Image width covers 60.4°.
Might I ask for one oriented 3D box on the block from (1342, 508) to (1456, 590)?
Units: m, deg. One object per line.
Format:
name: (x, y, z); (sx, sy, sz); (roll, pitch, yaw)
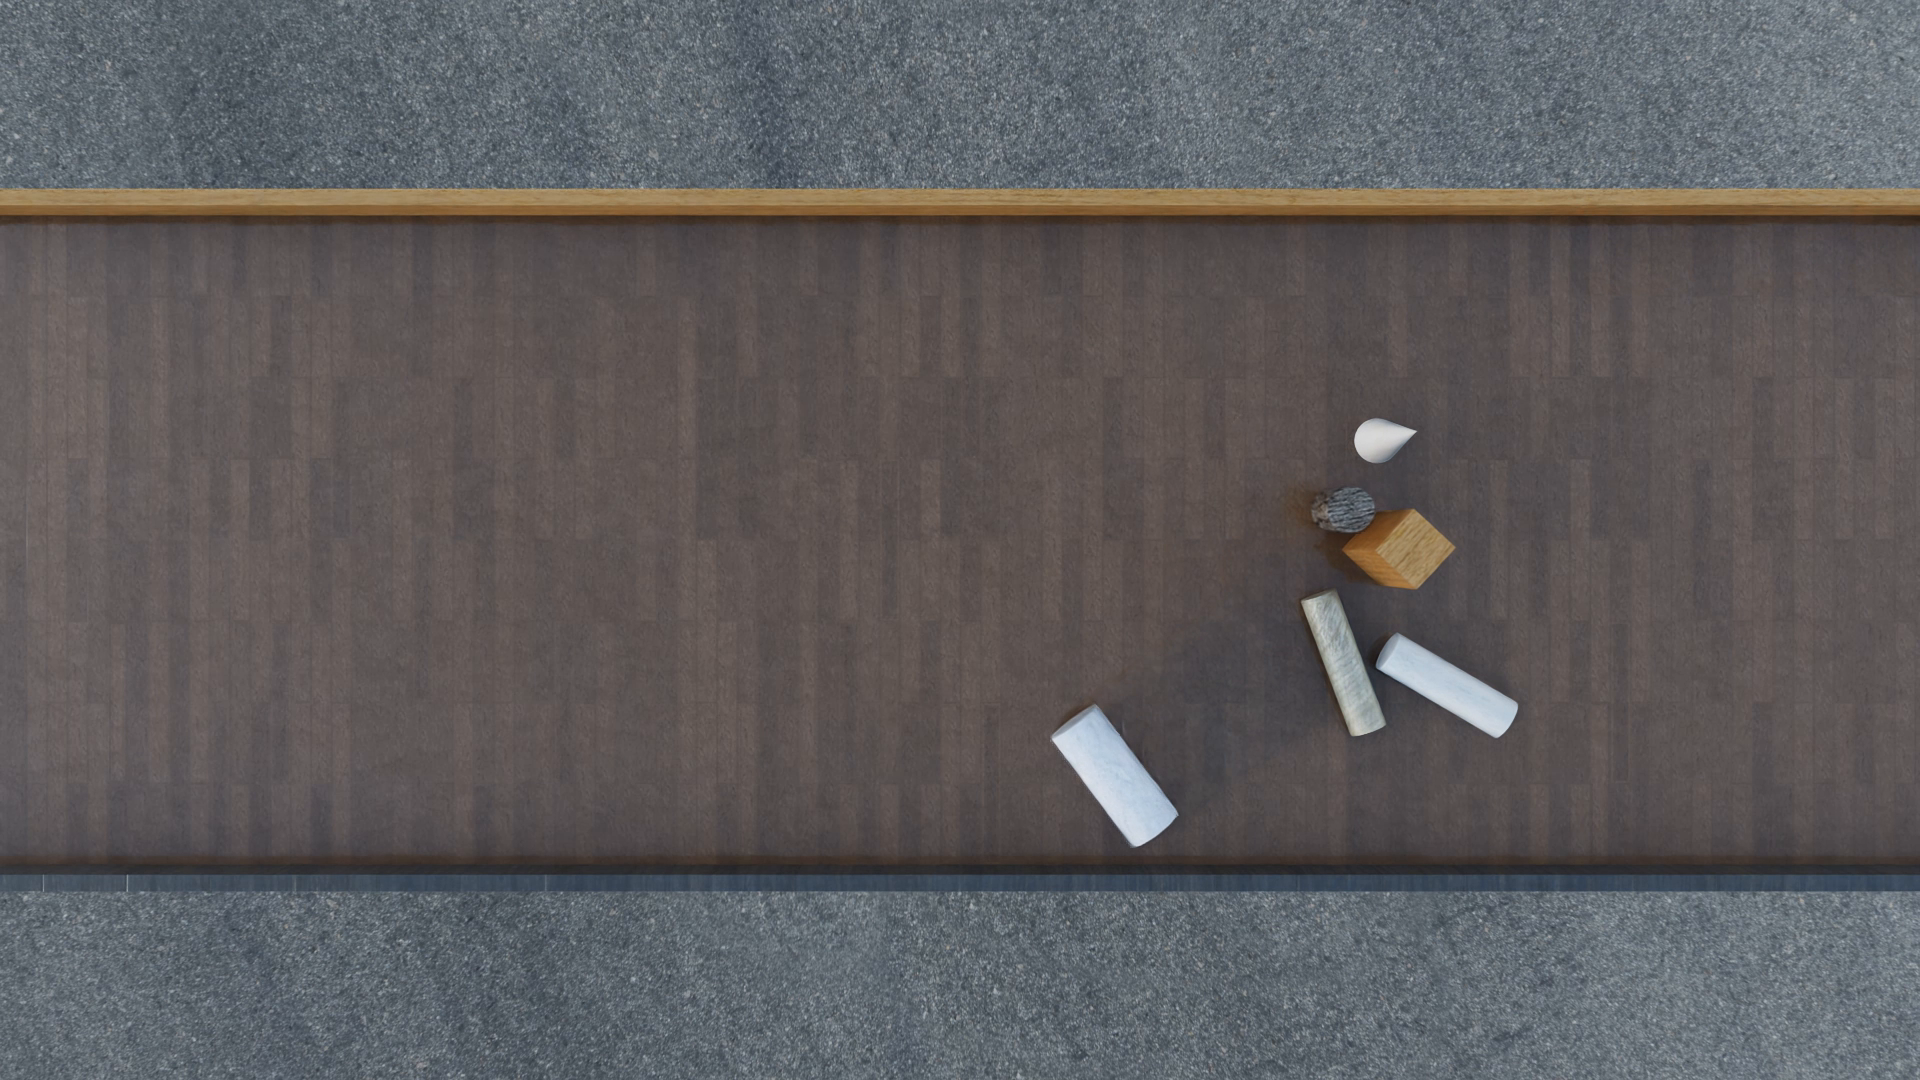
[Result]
block: (1.288, 0.026, 4.870); (0.161, 0.413, 0.161); (43, 90, 0)

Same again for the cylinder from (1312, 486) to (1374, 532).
cylinder: (1.128, -0.091, 4.875); (0.132, 0.392, 0.132); (0, 91, 5)

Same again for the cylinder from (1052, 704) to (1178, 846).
cylinder: (0.467, 0.712, 4.990); (0.172, 0.172, 0.408); (-37, 90, 0)

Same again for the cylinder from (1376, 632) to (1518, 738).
cylinder: (1.478, 0.441, 5.013); (0.415, 0.126, 0.126); (30, 90, 0)

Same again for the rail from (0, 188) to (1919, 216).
rail: (-2.247, -1.025, 5.002); (12.000, 0.150, 0.050); (0, 90, 0)

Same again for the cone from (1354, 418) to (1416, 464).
cone: (1.284, -0.306, 4.856); (0.139, 0.442, 0.139); (0, 90, 0)

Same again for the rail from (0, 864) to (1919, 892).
rail: (-2.247, 1.025, 5.001); (12.000, 0.150, 0.050); (0, 90, 0)

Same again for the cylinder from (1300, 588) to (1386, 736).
cylinder: (1.167, 0.371, 5.020); (0.113, 0.113, 0.437); (-20, 90, 0)
